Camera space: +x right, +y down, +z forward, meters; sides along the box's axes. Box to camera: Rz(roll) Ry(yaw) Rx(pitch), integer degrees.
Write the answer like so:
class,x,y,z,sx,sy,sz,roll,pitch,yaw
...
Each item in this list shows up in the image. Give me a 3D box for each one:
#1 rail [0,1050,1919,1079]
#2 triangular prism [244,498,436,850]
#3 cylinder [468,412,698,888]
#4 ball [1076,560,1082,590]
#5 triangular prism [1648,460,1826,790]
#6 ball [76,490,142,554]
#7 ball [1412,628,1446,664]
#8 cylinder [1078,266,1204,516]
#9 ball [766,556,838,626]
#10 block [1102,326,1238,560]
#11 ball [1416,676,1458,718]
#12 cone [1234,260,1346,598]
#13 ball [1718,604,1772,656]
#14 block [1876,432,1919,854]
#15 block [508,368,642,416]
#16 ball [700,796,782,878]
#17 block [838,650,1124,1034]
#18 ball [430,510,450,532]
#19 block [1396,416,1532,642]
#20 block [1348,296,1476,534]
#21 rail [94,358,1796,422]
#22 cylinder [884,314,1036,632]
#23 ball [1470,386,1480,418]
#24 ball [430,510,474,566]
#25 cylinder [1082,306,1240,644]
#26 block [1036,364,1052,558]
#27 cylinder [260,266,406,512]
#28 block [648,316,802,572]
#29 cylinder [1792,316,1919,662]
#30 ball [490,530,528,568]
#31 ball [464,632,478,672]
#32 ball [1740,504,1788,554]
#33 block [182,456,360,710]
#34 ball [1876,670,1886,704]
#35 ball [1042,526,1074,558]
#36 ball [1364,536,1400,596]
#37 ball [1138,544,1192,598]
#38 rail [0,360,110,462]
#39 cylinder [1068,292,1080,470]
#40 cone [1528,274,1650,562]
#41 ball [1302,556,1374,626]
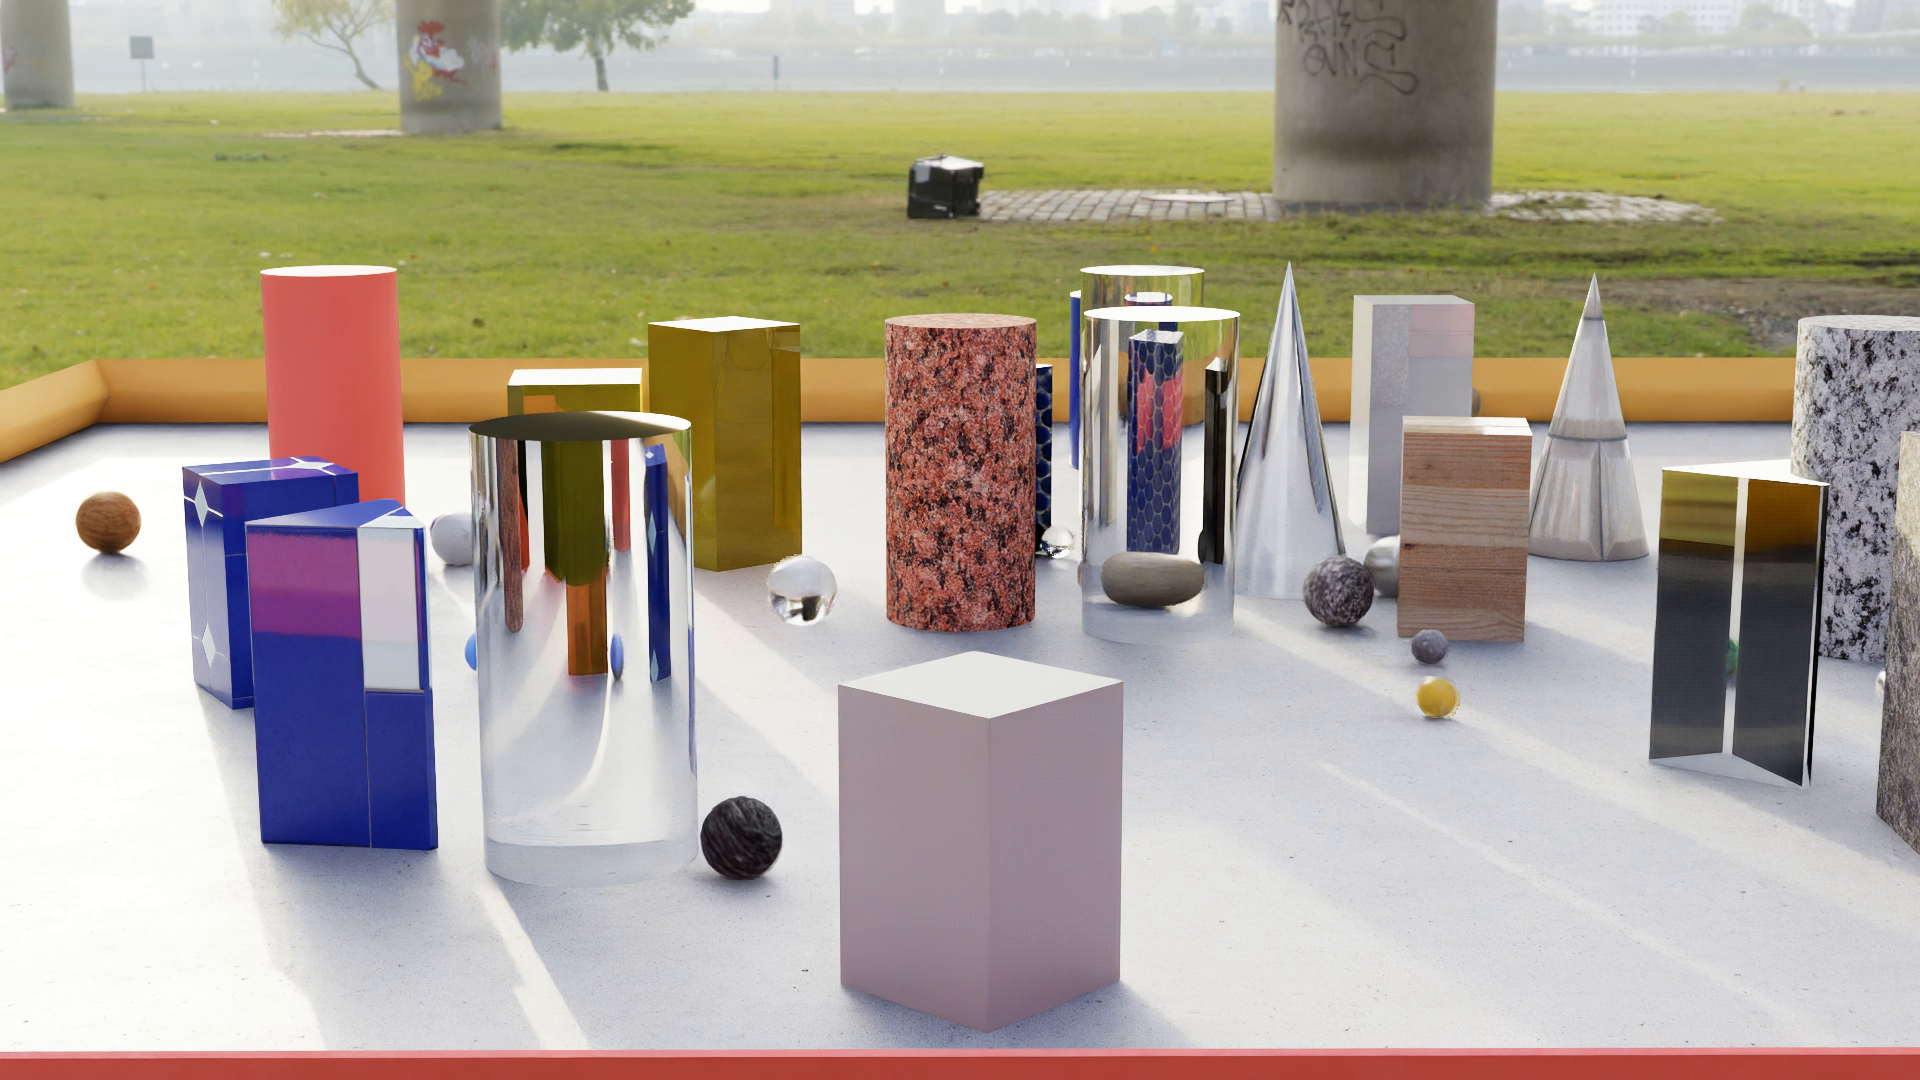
class,x,y,z,sx,sy,sz,roll,pitch,yaw
rail,0.011,0.374,1.608,3.553,0.130,0.045,0,10,0
triangular prism,-0.570,0.124,2.472,0.173,0.308,0.150,1,11,7
cylinder,-0.345,0.095,2.364,0.200,0.404,0.200,0,10,0
ball,0.203,0.048,3.492,0.087,0.087,0.087,0,10,0
triangular prism,0.844,0.079,2.698,0.173,0.314,0.150,8,13,38
ball,-1.287,-0.028,3.879,0.096,0.096,0.096,0,10,0
ball,0.578,0.131,3.162,0.043,0.043,0.043,0,10,0
cylinder,0.295,-0.239,4.180,0.200,0.401,0.200,0,10,0
ball,-0.208,0.067,3.371,0.093,0.093,0.093,0,10,0
block,0.316,-0.152,3.902,0.160,0.331,0.160,-3,11,-13
ball,0.540,0.178,2.901,0.046,0.046,0.046,0,10,0
cone,0.458,-0.163,3.607,0.200,0.461,0.200,0,10,0
ball,0.982,0.112,3.210,0.065,0.065,0.065,0,10,0
block,0.979,0.098,2.415,0.160,0.380,0.160,1,10,3
block,-0.477,-0.033,3.221,0.160,0.346,0.160,-1,11,-6
ball,-0.198,0.270,2.327,0.074,0.074,0.074,0,10,0
block,0.017,0.234,2.044,0.160,0.247,0.160,9,14,42
ball,-0.771,-0.013,3.886,0.064,0.064,0.064,0,10,0
block,0.656,-0.017,3.349,0.160,0.268,0.160,2,11,9
block,0.717,-0.202,4.087,0.160,0.362,0.160,0,10,-2
rail,-0.011,-0.307,5.289,3.553,0.130,0.045,0,10,0
cylinder,0.001,-0.093,3.406,0.200,0.396,0.200,0,10,0
ball,1.009,-0.279,5.226,0.100,0.100,0.100,0,10,0
ball,-0.740,-0.004,3.787,0.082,0.082,0.082,0,10,0
cylinder,0.259,-0.087,3.329,0.200,0.413,0.200,0,10,0
block,0.025,-0.117,3.838,0.160,0.286,0.160,9,14,39
cylinder,-0.952,-0.199,3.907,0.200,0.422,0.200,0,10,0
block,-0.349,-0.146,3.816,0.160,0.351,0.160,-9,14,-41
cylinder,1.150,-0.069,3.235,0.200,0.411,0.200,0,10,0
ball,-0.663,0.013,3.767,0.056,0.056,0.056,0,10,0
ball,-0.571,0.134,3.106,0.058,0.058,0.058,0,10,0
ball,1.215,-0.015,3.867,0.075,0.075,0.075,0,10,0
block,-0.808,0.046,3.023,0.160,0.261,0.160,-6,12,-31
ball,1.075,0.169,2.934,0.052,0.052,0.052,0,10,0
ball,0.147,0.003,3.842,0.049,0.049,0.049,0,10,0
ball,0.604,0.036,3.562,0.085,0.085,0.085,0,10,0
ball,0.284,0.042,3.557,0.075,0.075,0.075,0,10,0
rail,-1.753,0.035,3.439,0.045,0.130,3.790,0,10,0
cylinder,0.301,-0.293,4.707,0.200,0.317,0.200,0,10,0
cone,0.949,-0.194,3.873,0.200,0.424,0.200,0,10,0
ball,0.497,0.067,3.373,0.093,0.093,0.093,0,10,0
